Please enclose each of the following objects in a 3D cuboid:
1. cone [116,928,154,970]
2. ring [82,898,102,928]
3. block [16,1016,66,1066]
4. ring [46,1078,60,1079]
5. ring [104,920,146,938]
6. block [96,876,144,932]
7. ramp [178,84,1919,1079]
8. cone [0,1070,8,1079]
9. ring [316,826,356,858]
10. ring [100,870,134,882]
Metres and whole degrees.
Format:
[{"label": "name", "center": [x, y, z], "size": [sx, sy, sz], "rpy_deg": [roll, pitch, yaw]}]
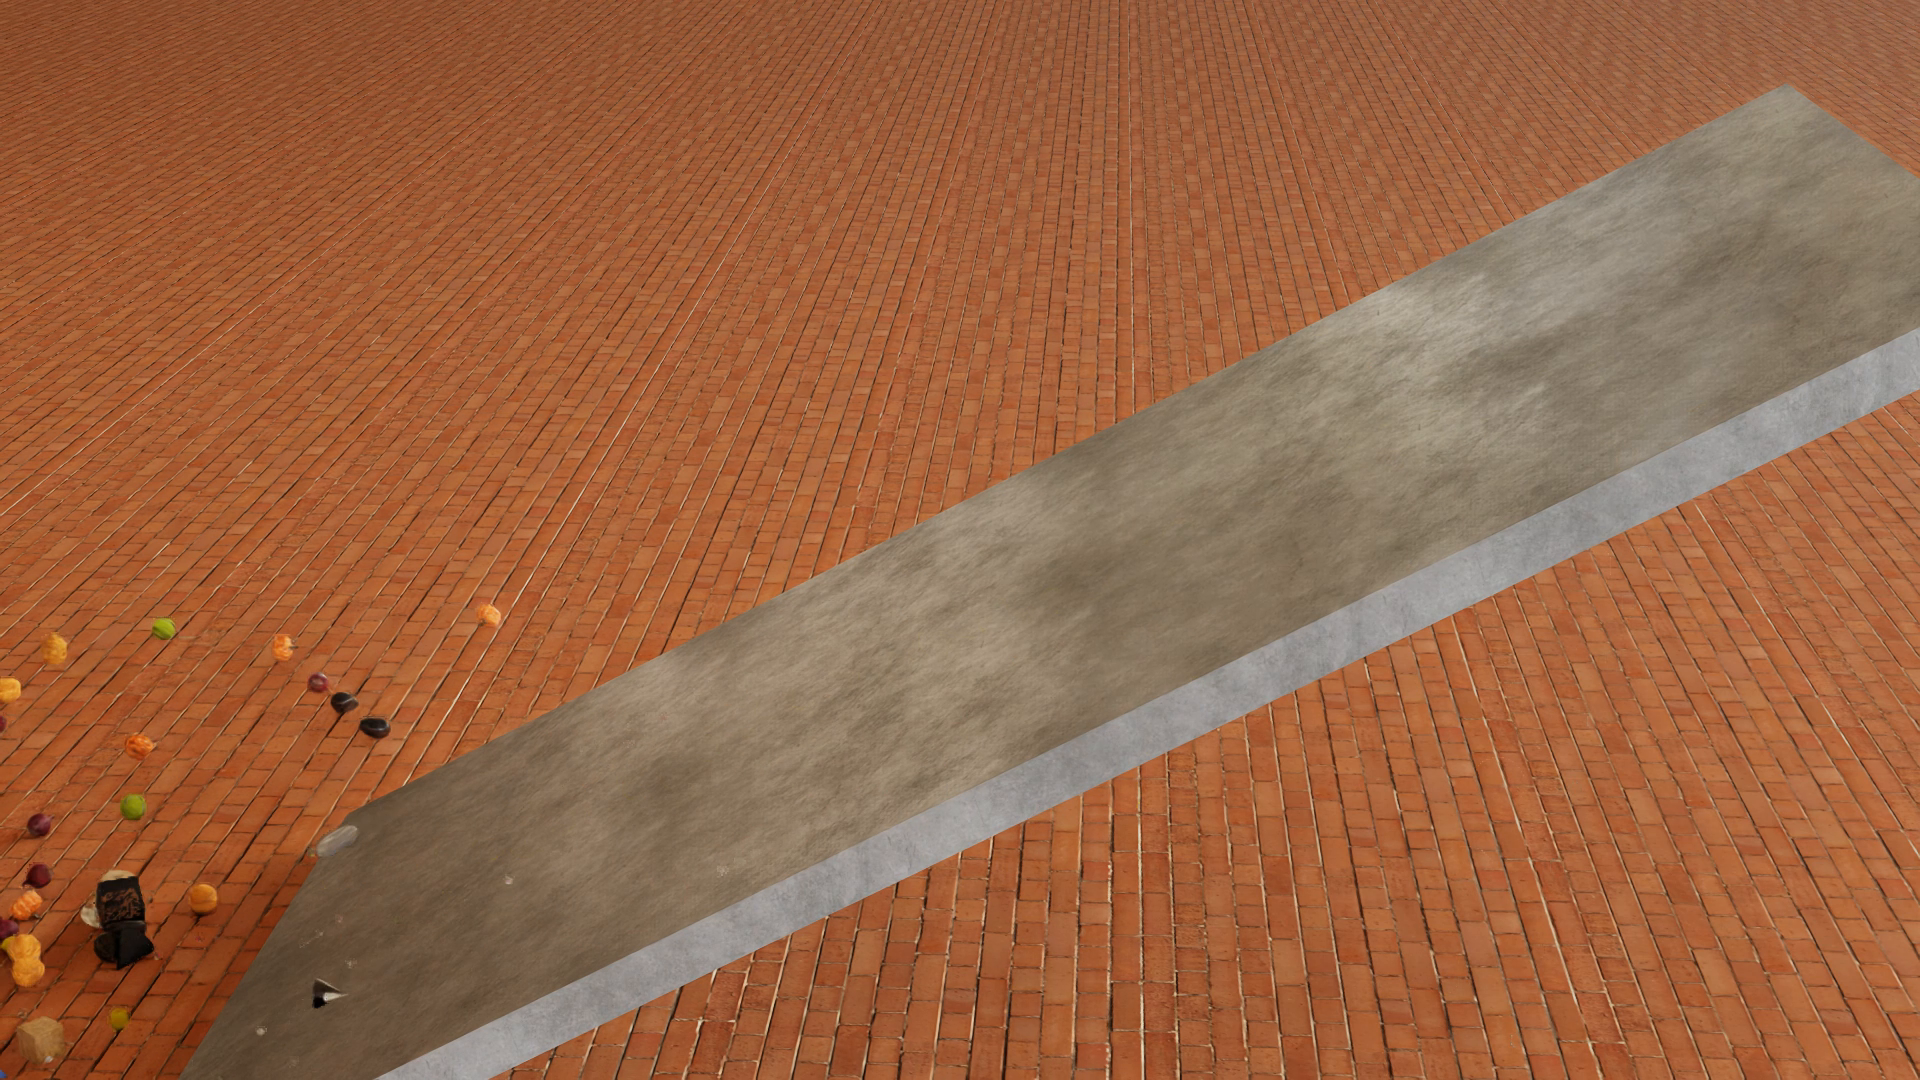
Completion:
[{"label": "cone", "center": [-1.971, 0.983, 6.956], "size": [0.092, 0.092, 0.092], "rpy_deg": [7, 46, 21]}, {"label": "ring", "center": [-2.082, 0.908, 7.192], "size": [0.130, 0.043, 0.130], "rpy_deg": [1, 19, 0]}, {"label": "block", "center": [-2.034, 1.108, 6.513], "size": [0.072, 0.072, 0.072], "rpy_deg": [15, 23, 39]}, {"label": "ring", "center": [-1.964, 1.187, 6.340], "size": [0.081, 0.027, 0.081], "rpy_deg": [1, 18, 0]}, {"label": "ring", "center": [-2.000, 0.933, 7.047], "size": [0.101, 0.034, 0.101], "rpy_deg": [-9, -11, -2]}, {"label": "block", "center": [-2.030, 0.884, 7.111], "size": [0.092, 0.092, 0.092], "rpy_deg": [-7, 52, -25]}, {"label": "ramp", "center": [0.141, 0.167, 6.282], "size": [4.000, 0.100, 2.000], "rpy_deg": [-27, 14, 11]}, {"label": "cone", "center": [-2.116, 1.159, 6.401], "size": [0.096, 0.096, 0.096], "rpy_deg": [21, 4, -35]}, {"label": "ring", "center": [-1.549, 0.750, 7.312], "size": [0.110, 0.037, 0.110], "rpy_deg": [-28, 13, 7]}, {"label": "ring", "center": [-2.115, 0.854, 7.386], "size": [0.084, 0.028, 0.084], "rpy_deg": [1, 17, 0]}]
